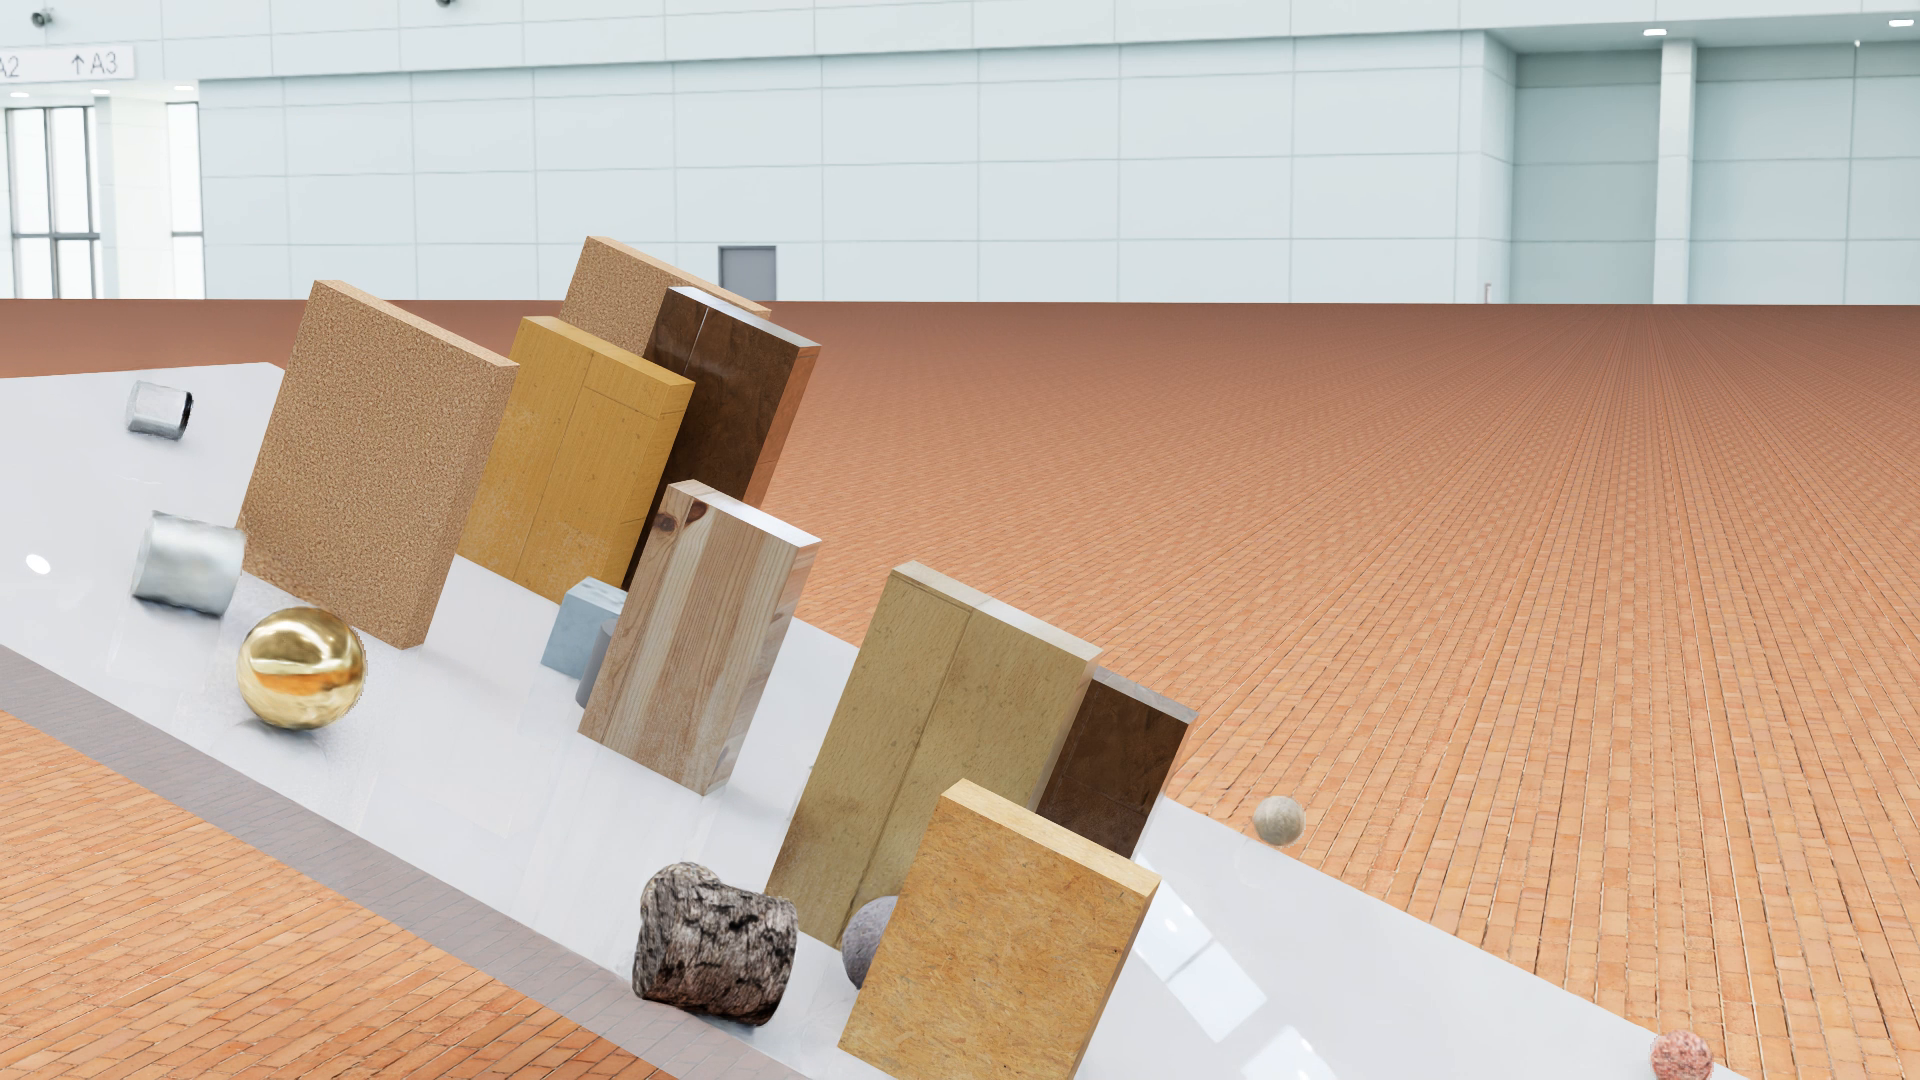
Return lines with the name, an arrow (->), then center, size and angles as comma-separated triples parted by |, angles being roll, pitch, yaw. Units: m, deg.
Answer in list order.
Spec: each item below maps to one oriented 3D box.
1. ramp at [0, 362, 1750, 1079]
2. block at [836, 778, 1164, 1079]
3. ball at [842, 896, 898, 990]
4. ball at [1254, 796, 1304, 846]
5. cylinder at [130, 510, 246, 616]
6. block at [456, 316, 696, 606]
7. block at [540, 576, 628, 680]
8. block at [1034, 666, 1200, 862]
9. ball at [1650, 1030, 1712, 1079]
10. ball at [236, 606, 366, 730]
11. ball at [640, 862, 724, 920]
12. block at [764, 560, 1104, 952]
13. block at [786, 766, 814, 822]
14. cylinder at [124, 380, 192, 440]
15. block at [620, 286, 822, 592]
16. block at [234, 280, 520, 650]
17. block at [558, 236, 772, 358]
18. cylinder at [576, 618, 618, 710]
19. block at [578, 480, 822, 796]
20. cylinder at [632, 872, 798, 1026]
ramp -> -0.301, 0.531, 4.191 | 4.000, 0.100, 2.000 | 25, 13, 13
block -> 0.056, 0.620, 3.228 | 0.329, 0.426, 0.109 | 25, 13, 13
ball -> -0.101, 0.639, 3.430 | 0.168, 0.168, 0.168 | 0, 7, 0
ball -> 0.721, 0.635, 4.974 | 0.115, 0.115, 0.115 | 0, 7, 0
cylinder -> -1.359, 0.041, 3.872 | 0.155, 0.155, 0.155 | 16, -1, -26
block -> -0.836, -0.159, 4.694 | 0.364, 0.535, 0.128 | 25, 13, 13
block -> -0.711, 0.186, 4.349 | 0.154, 0.154, 0.154 | 23, 13, 2
block -> 0.158, 0.432, 4.156 | 0.446, 0.430, 0.110 | 25, 13, 13
ball -> 1.465, 1.056, 4.463 | 0.119, 0.119, 0.119 | 0, 7, 0
ball -> -1.068, 0.208, 3.565 | 0.202, 0.202, 0.202 | 0, 7, 0
ball -> -0.419, 0.558, 3.344 | 0.136, 0.136, 0.136 | 0, 7, 0
block -> -0.052, 0.390, 3.555 | 0.345, 0.619, 0.109 | 25, 13, 13
block -> -0.227, 0.485, 4.028 | 0.109, 0.109, 0.109 | 30, 15, 30
cylinder -> -1.712, -0.277, 4.694 | 0.108, 0.108, 0.108 | 14, -1, -32
block -> -0.589, -0.176, 4.835 | 0.330, 0.682, 0.130 | 25, 13, 13
block -> -1.101, -0.142, 4.102 | 0.406, 0.572, 0.081 | 25, 13, 13
block -> -0.769, -0.315, 5.147 | 0.447, 0.665, 0.106 | 25, 13, 13
cylinder -> -0.636, 0.254, 4.198 | 0.154, 0.154, 0.154 | 21, 13, -5
block -> -0.476, 0.176, 4.001 | 0.272, 0.498, 0.111 | 25, 13, 13
cylinder -> -0.357, 0.594, 3.199 | 0.185, 0.185, 0.185 | 18, 1, -19
